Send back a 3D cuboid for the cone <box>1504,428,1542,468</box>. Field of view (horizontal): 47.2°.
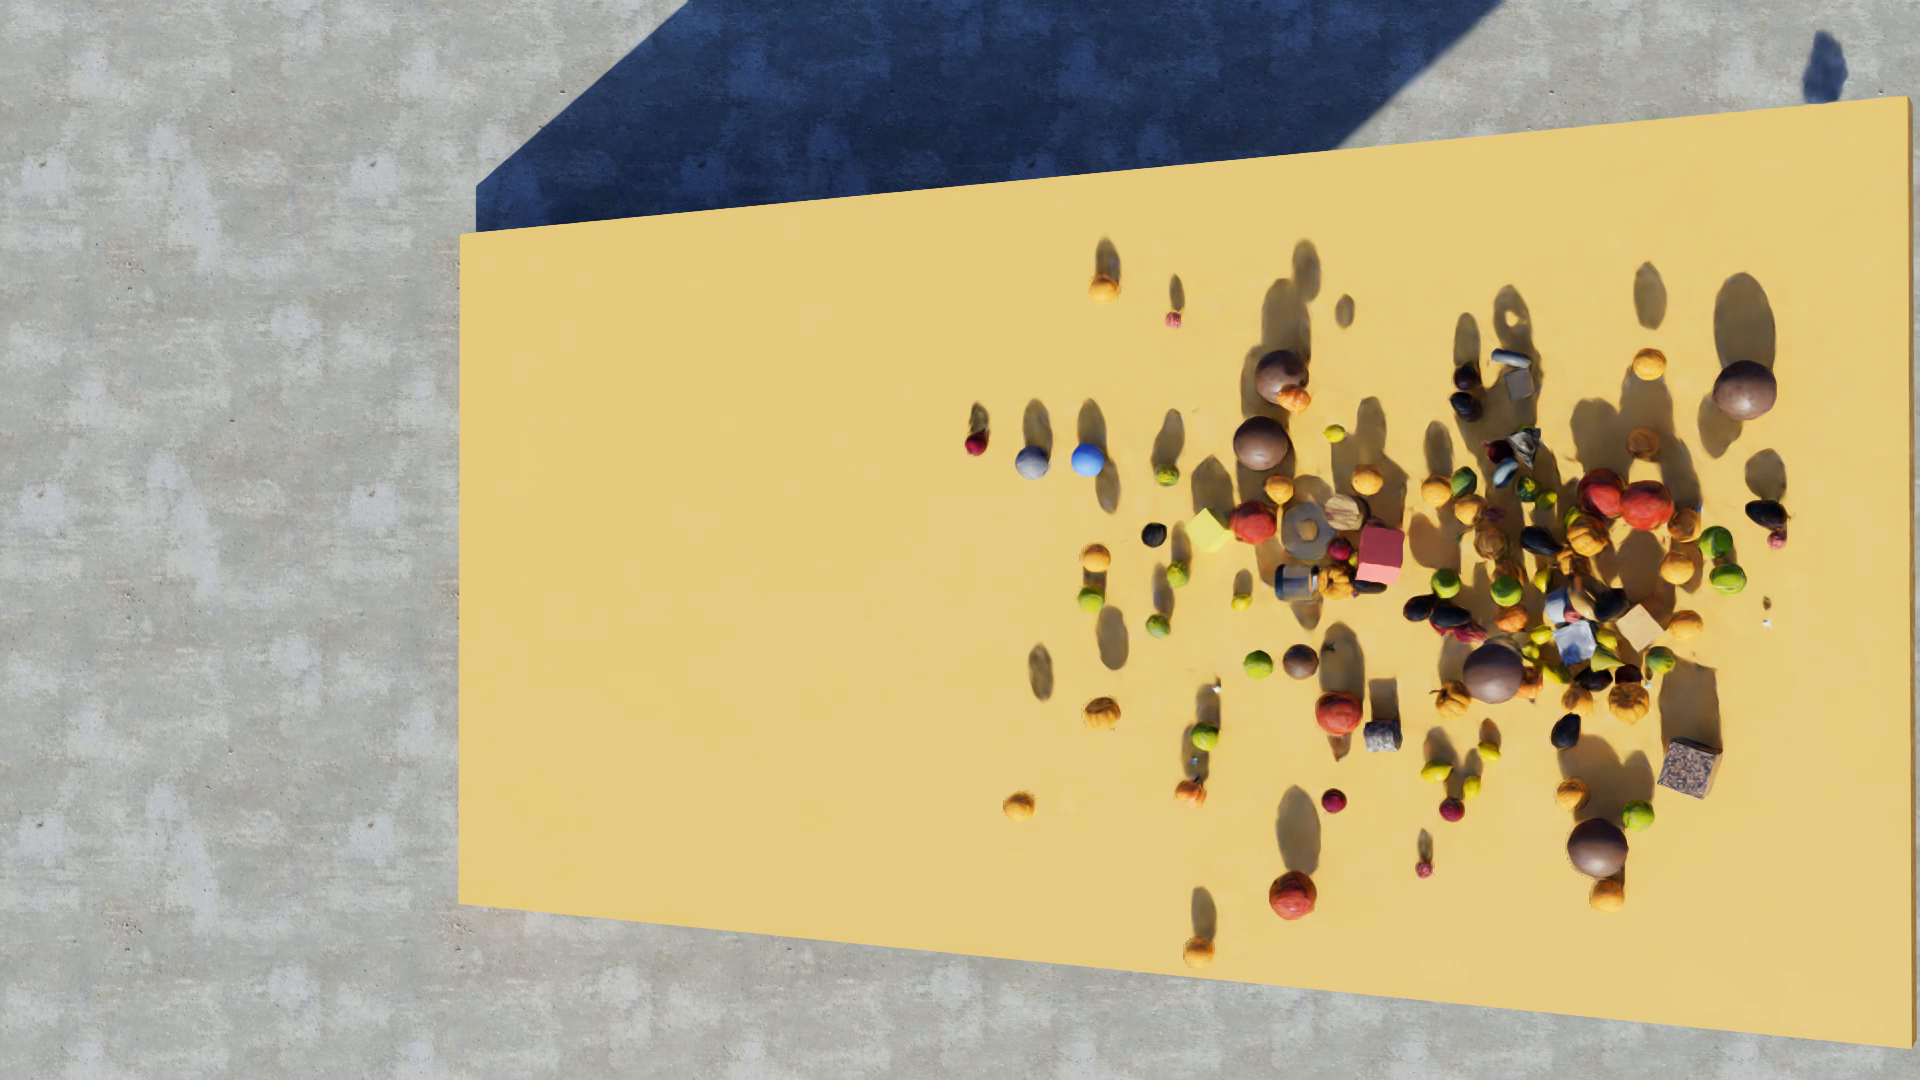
[{"bbox_3d":[1.269,-0.195,4.916,0.083,0.083,0.083,-10,71,0],"label":"cone"}]

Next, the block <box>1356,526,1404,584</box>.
[{"bbox_3d":[0.973,0.036,5.096,0.094,0.094,0.094,7,65,6],"label":"block"}]

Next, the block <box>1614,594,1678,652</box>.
[{"bbox_3d":[1.504,0.181,4.822,0.080,0.080,0.080,52,130,13],"label":"block"}]

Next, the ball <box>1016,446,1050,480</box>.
[{"bbox_3d":[0.184,-0.196,5.580,0.087,0.087,0.087,0,89,0],"label":"ball"}]

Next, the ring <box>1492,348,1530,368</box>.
[{"bbox_3d":[1.247,-0.411,4.977,0.091,0.091,0.030,13,97,0],"label":"ring"}]

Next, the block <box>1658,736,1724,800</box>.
[{"bbox_3d":[1.587,0.494,4.776,0.099,0.099,0.099,19,101,27],"label":"block"}]

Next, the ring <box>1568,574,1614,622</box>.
[{"bbox_3d":[1.391,0.127,4.848,0.117,0.117,0.039,39,134,0],"label":"ring"}]

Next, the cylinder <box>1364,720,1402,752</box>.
[{"bbox_3d":[0.987,0.457,5.132,0.070,0.070,0.070,-6,89,29],"label":"cylinder"}]

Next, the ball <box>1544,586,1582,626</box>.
[{"bbox_3d":[1.353,0.148,4.919,0.090,0.090,0.090,0,89,0],"label":"ball"}]

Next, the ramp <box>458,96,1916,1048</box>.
[{"bbox_3d":[0.272,0.076,5.635,4.000,0.100,2.000,0,89,29],"label":"ramp"}]

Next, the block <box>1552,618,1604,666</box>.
[{"bbox_3d":[1.383,0.227,4.905,0.082,0.082,0.082,-24,78,27],"label":"block"}]

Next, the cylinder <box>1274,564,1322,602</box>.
[{"bbox_3d":[0.804,0.102,5.228,0.088,0.088,0.088,-1,89,29],"label":"cylinder"}]

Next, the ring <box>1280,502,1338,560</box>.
[{"bbox_3d":[0.831,-0.022,5.238,0.143,0.048,0.143,1,91,28],"label":"ring"}]

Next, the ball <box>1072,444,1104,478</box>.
[{"bbox_3d":[0.320,-0.199,5.506,0.083,0.083,0.083,0,89,0],"label":"ball"}]

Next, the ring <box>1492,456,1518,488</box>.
[{"bbox_3d":[1.224,-0.152,4.935,0.027,0.080,0.080,33,89,29],"label":"ring"}]

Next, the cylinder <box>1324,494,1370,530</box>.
[{"bbox_3d":[0.912,-0.065,5.171,0.083,0.083,0.083,-1,89,31],"label":"cylinder"}]

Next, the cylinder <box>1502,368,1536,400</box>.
[{"bbox_3d":[1.269,-0.354,4.985,0.060,0.060,0.060,-15,86,0],"label":"cylinder"}]

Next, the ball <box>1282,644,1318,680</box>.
[{"bbox_3d":[0.801,0.287,5.176,0.086,0.086,0.086,0,89,0],"label":"ball"}]

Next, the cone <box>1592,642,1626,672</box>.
[{"bbox_3d":[1.402,0.260,4.726,0.066,0.066,0.066,16,89,35],"label":"cone"}]

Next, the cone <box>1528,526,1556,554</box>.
[{"bbox_3d":[1.313,-0.010,4.940,0.062,0.062,0.062,-4,127,0],"label":"cone"}]

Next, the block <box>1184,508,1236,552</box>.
[{"bbox_3d":[0.608,-0.024,5.346,0.077,0.077,0.077,-47,69,21],"label":"block"}]

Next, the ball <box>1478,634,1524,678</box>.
[{"bbox_3d":[1.226,0.265,4.983,0.099,0.099,0.099,0,89,0],"label":"ball"}]
